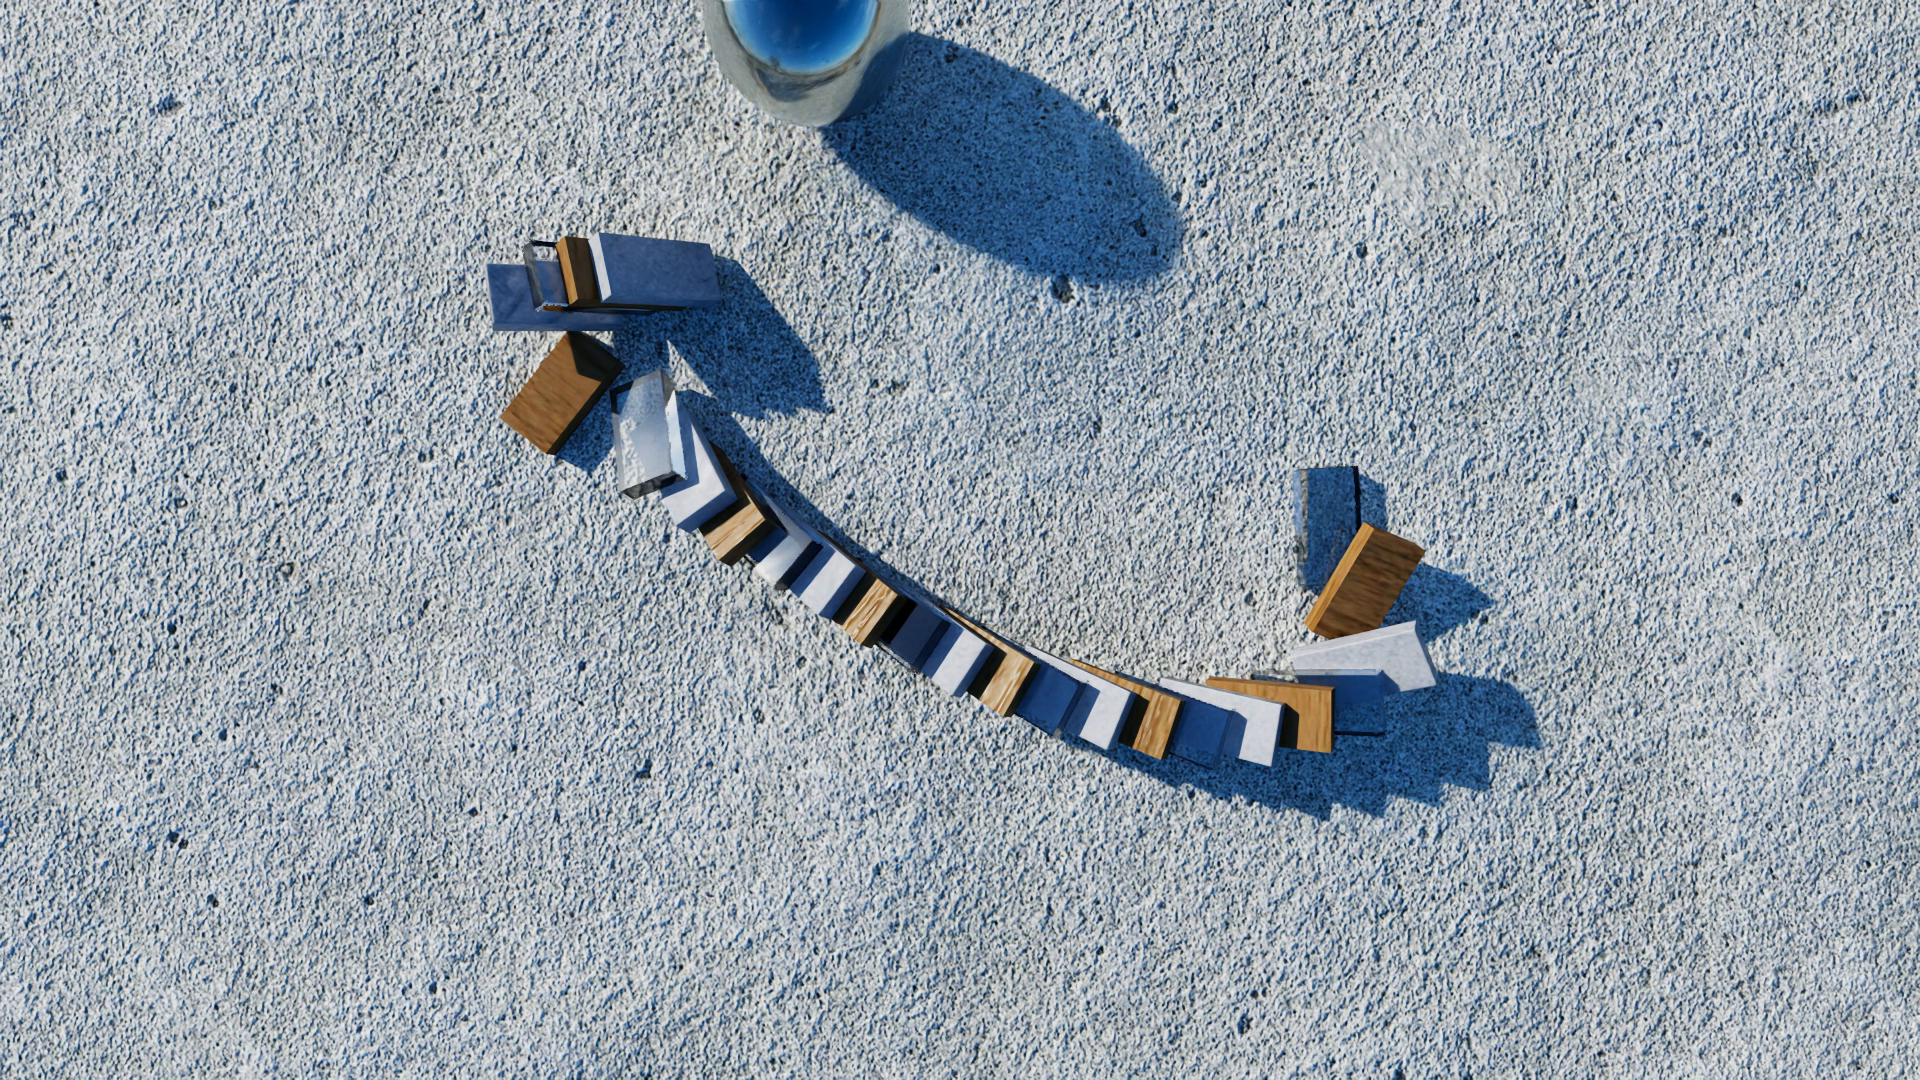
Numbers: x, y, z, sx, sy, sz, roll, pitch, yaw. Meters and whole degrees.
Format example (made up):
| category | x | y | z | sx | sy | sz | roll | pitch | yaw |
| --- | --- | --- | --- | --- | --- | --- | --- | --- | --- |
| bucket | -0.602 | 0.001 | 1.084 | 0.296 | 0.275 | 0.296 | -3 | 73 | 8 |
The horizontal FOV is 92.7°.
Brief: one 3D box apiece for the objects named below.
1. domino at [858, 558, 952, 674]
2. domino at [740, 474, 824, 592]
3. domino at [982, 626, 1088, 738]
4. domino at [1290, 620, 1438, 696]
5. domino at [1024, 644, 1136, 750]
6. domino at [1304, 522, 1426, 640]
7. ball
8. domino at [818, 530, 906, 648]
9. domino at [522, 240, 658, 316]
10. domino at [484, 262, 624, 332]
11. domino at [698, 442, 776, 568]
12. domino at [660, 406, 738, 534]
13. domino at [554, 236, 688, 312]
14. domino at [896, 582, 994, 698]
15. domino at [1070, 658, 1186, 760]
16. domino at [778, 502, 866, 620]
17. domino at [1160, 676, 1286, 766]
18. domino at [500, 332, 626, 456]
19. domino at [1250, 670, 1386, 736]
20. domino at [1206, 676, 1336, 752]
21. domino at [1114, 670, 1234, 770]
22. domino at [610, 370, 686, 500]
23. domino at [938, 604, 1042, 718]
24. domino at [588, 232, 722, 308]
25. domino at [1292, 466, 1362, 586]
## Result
| category | x | y | z | sx | sy | sz | roll | pitch | yaw |
| --- | --- | --- | --- | --- | --- | --- | --- | --- | --- |
| domino | -0.030 | 0.031 | 0.384 | 0.050 | 0.010 | 0.025 | 34 | 90 | 28 |
| domino | -0.083 | -0.004 | 0.384 | 0.050 | 0.009 | 0.025 | 40 | 91 | 28 |
| domino | 0.025 | 0.059 | 0.384 | 0.050 | 0.010 | 0.025 | 28 | 90 | 29 |
| domino | 0.167 | 0.052 | 0.381 | 0.050 | 0.010 | 0.025 | -20 | 98 | 34 |
| domino | 0.046 | 0.065 | 0.384 | 0.050 | 0.009 | 0.025 | 22 | 90 | 29 |
| domino | 0.170 | 0.020 | 0.386 | 0.025 | 0.010 | 0.050 | 21 | 108 | -8 |
| ball | -0.060 | -0.206 | 0.360 | 0.080 | 0.080 | 0.080 | 0 | 90 | 0 |
| domino | -0.049 | 0.020 | 0.384 | 0.050 | 0.009 | 0.025 | 37 | 90 | 28 |
| domino | -0.151 | -0.107 | 0.379 | 0.009 | 0.050 | 0.025 | -12 | 90 | 44 |
| domino | -0.169 | -0.101 | 0.383 | 0.050 | 0.010 | 0.025 | -7 | 86 | -29 |
| domino | -0.100 | -0.016 | 0.384 | 0.025 | 0.009 | 0.050 | -41 | 63 | 2 |
| domino | -0.115 | -0.030 | 0.384 | 0.025 | 0.009 | 0.050 | -35 | 64 | 5 |
| domino | -0.138 | -0.109 | 0.379 | 0.010 | 0.050 | 0.025 | -12 | 90 | 44 |
| domino | -0.013 | 0.041 | 0.384 | 0.050 | 0.010 | 0.025 | 33 | 90 | 28 |
| domino | 0.066 | 0.070 | 0.384 | 0.050 | 0.009 | 0.025 | 18 | 90 | 29 |
| domino | -0.065 | 0.008 | 0.384 | 0.050 | 0.010 | 0.025 | 37 | 90 | 28 |
| domino | 0.108 | 0.075 | 0.383 | 0.050 | 0.010 | 0.025 | 10 | 91 | 30 |
| domino | -0.171 | -0.064 | 0.395 | 0.025 | 0.010 | 0.050 | 38 | 90 | 0 |
| domino | 0.149 | 0.067 | 0.382 | 0.050 | 0.009 | 0.025 | -5 | 94 | 31 |
| domino | 0.129 | 0.072 | 0.383 | 0.050 | 0.009 | 0.025 | 1 | 93 | 31 |
| domino | 0.086 | 0.075 | 0.384 | 0.050 | 0.010 | 0.025 | 17 | 90 | 30 |
| domino | -0.131 | -0.044 | 0.383 | 0.025 | 0.009 | 0.050 | -19 | 66 | 10 |
| domino | 0.006 | 0.050 | 0.384 | 0.050 | 0.010 | 0.025 | 30 | 90 | 28 |
| domino | -0.125 | -0.111 | 0.379 | 0.009 | 0.050 | 0.025 | -12 | 90 | 44 |
| domino | 0.159 | -0.006 | 0.395 | 0.025 | 0.009 | 0.050 | -3 | 90 | 0 |
